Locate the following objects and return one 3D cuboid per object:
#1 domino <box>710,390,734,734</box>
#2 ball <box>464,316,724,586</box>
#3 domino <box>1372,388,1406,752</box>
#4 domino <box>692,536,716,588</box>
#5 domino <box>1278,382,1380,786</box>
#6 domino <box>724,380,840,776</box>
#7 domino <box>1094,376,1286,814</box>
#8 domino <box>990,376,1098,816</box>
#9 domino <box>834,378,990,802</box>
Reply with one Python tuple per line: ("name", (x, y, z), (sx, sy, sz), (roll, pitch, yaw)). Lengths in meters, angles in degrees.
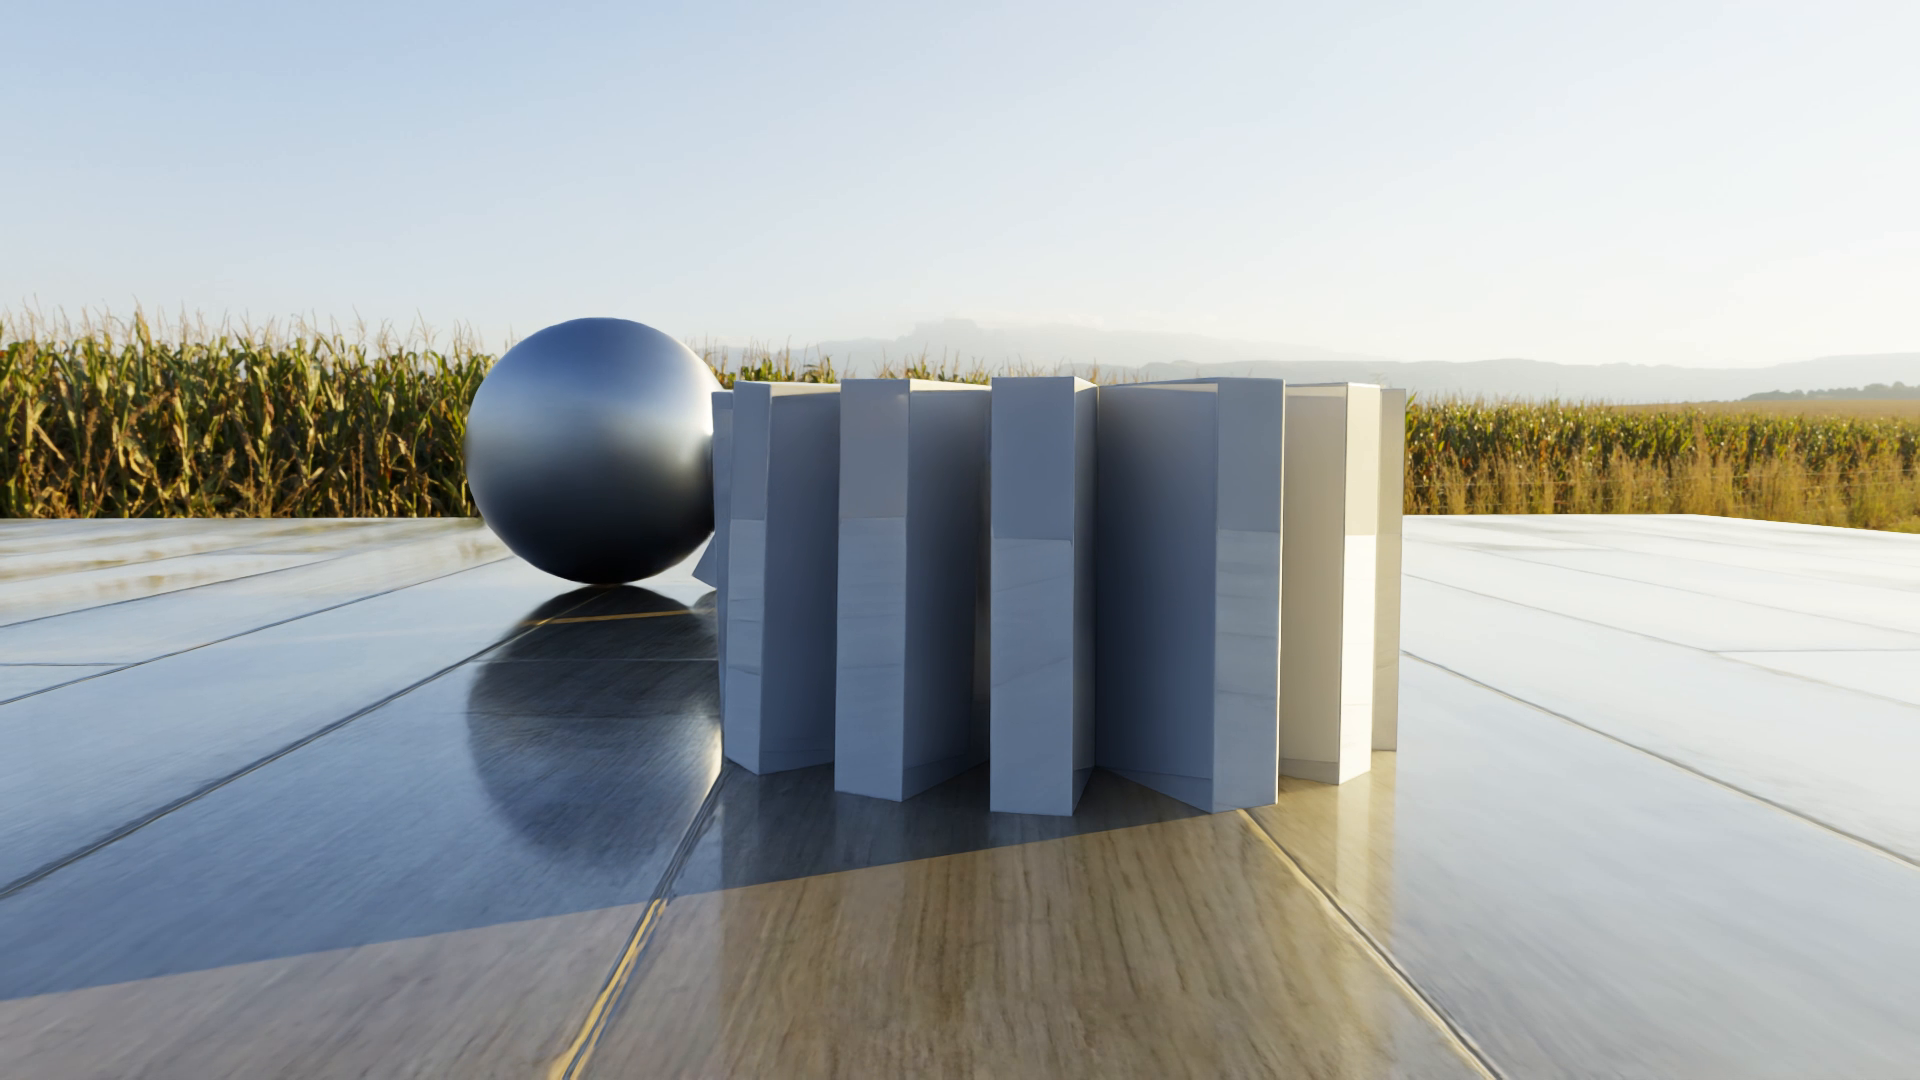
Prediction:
("domino", (-0.023, 0.003, 0.189), (0.025, 0.050, 0.010), (0, 8, 4))
("ball", (-0.106, -0.026, 0.385), (0.080, 0.080, 0.080), (0, 4, 0))
("domino", (0.050, 0.004, 0.184), (0.025, 0.050, 0.009), (1, 5, 19))
("domino", (-0.062, -0.010, 0.382), (0.009, 0.050, 0.025), (29, 1, -7))
("domino", (0.041, 0.005, 0.170), (0.025, 0.050, 0.009), (4, 6, 41))
("domino", (-0.018, 0.004, 0.172), (0.025, 0.050, 0.009), (-3, 10, -37))
("domino", (0.028, 0.006, 0.159), (0.009, 0.050, 0.025), (-2, 5, -26))
("domino", (0.011, 0.006, 0.158), (0.010, 0.050, 0.025), (1, 4, 12))
("domino", (-0.005, 0.005, 0.164), (0.009, 0.050, 0.025), (4, 6, 28))
